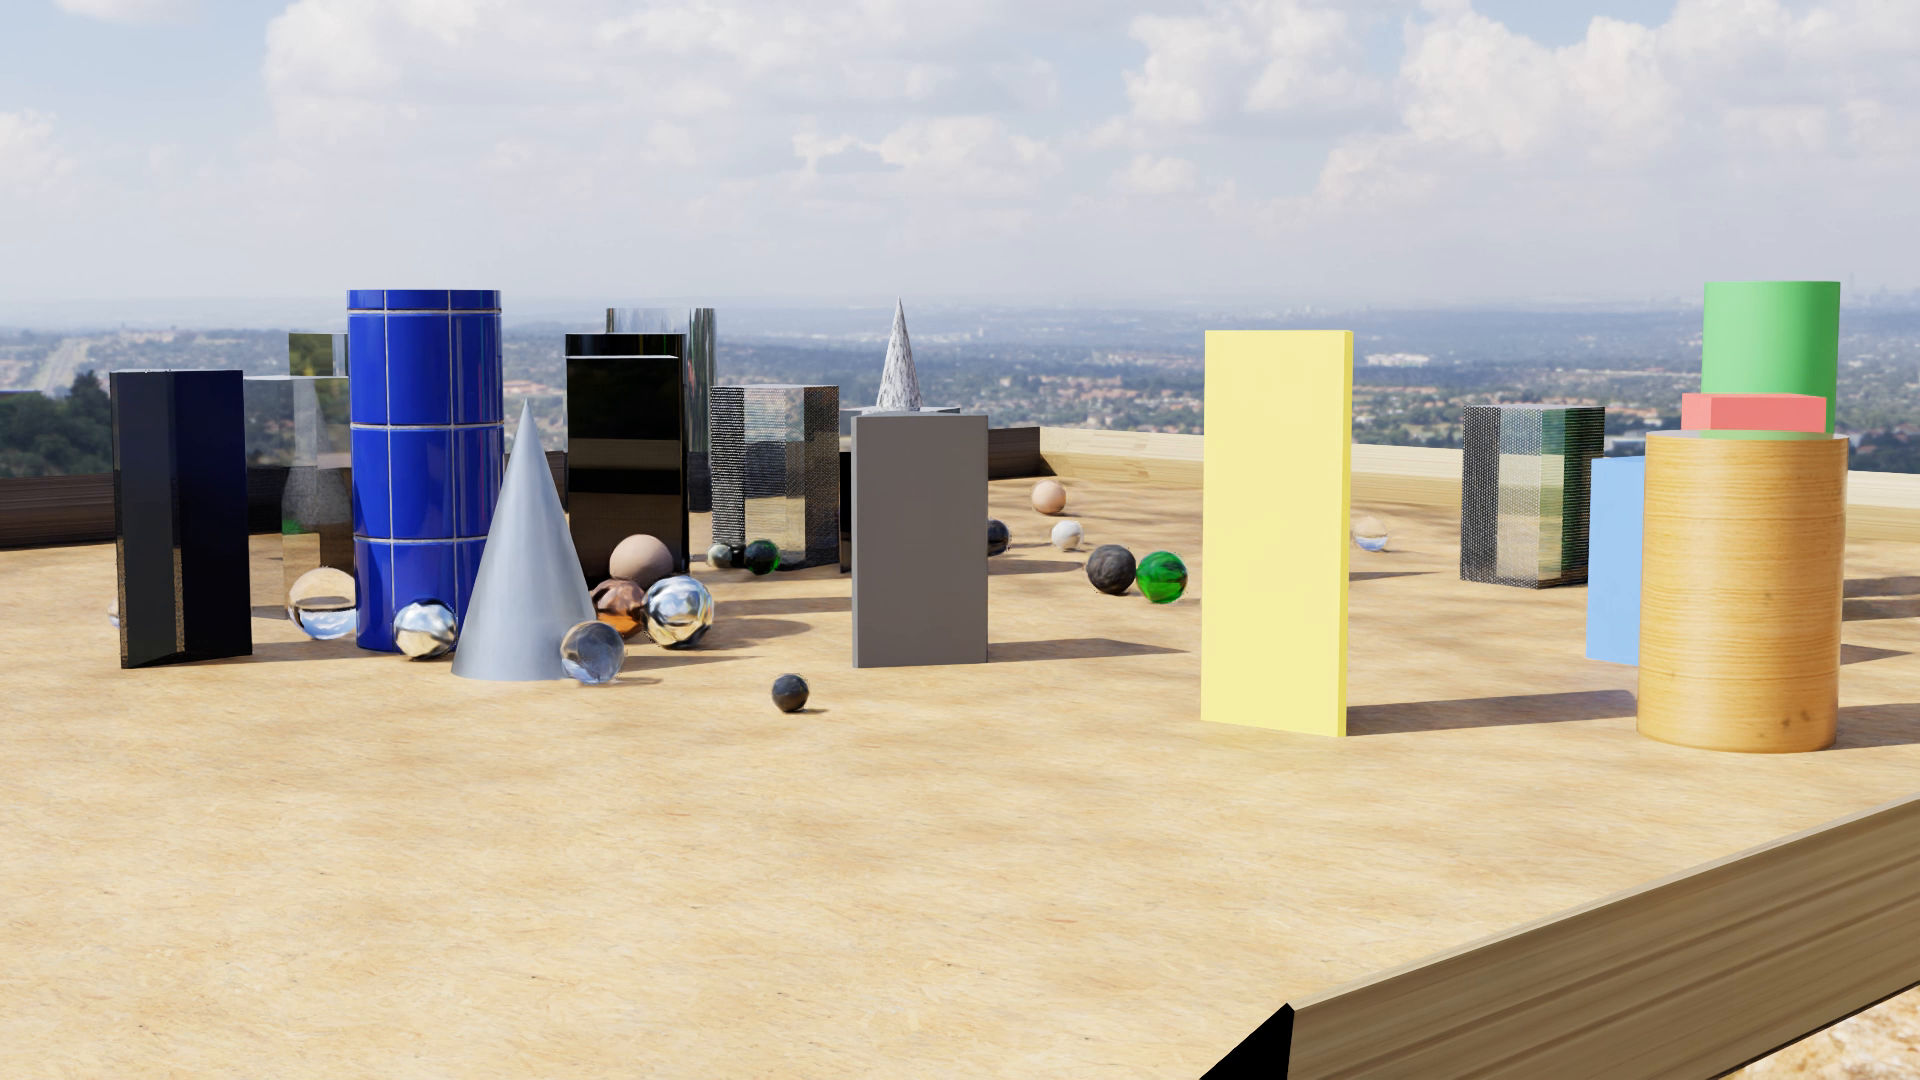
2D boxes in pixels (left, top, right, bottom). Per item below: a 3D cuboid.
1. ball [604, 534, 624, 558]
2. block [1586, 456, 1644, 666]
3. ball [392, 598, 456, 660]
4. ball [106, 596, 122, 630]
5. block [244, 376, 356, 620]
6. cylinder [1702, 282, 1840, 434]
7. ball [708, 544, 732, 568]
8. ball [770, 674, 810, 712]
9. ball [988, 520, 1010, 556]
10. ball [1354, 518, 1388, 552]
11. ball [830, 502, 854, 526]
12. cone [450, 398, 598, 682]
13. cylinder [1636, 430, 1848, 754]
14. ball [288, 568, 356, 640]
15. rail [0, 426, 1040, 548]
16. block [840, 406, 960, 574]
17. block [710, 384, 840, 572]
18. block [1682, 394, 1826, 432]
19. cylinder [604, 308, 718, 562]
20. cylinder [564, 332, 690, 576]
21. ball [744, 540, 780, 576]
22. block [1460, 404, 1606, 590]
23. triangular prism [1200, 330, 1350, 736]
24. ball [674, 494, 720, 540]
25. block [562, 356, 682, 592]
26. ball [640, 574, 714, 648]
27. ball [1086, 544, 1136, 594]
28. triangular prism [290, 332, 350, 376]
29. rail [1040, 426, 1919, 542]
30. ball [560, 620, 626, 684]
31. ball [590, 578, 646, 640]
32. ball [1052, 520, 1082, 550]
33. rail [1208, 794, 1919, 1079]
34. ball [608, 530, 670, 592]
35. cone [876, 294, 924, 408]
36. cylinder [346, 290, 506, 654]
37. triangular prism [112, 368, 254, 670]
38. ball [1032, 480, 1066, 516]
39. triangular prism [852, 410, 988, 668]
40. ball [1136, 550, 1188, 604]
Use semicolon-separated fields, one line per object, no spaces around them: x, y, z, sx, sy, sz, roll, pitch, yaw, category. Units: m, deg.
-0.601;0.015;3.878;0.055;0.055;0.055;0;6;0;ball
0.918;0.026;2.803;0.160;0.257;0.160;-4;7;-36;block
-0.686;0.114;2.817;0.080;0.080;0.080;0;6;0;ball
-1.168;0.102;3.076;0.048;0.048;0.048;0;6;0;ball
-1.008;-0.068;3.269;0.160;0.347;0.160;3;7;28;block
1.270;-0.160;3.464;0.200;0.490;0.200;0;6;0;cylinder
-0.417;0.028;3.816;0.043;0.043;0.043;0;6;0;ball
-0.189;0.171;2.448;0.043;0.043;0.043;0;6;0;ball
0.058;-0.004;4.006;0.067;0.067;0.067;0;6;0;ball
0.764;-0.010;4.088;0.063;0.063;0.063;0;6;0;ball
-0.245;-0.054;4.574;0.050;0.050;0.050;0;6;0;ball
-0.535;-0.009;2.733;0.200;0.340;0.200;0;6;0;cone
0.817;0.048;2.301;0.200;0.317;0.200;0;6;0;cylinder
-0.861;0.086;2.986;0.099;0.099;0.099;0;6;0;ball
-1.219;-0.103;4.646;3.955;0.130;0.045;-5;8;-42;rail
-0.102;-0.086;3.770;0.160;0.278;0.160;2;6;19;block
-0.323;-0.113;3.863;0.160;0.314;0.160;4;7;32;block
1.154;-0.050;3.220;0.160;0.322;0.160;0;6;4;block
-0.536;-0.192;3.967;0.200;0.450;0.200;0;6;0;cylinder
-0.549;-0.137;3.634;0.200;0.408;0.200;0;6;0;cylinder
-0.336;0.030;3.719;0.060;0.060;0.060;0;6;0;ball
0.942;-0.076;3.622;0.160;0.289;0.160;-4;7;-37;block
0.377;-0.015;2.396;0.173;0.423;0.150;5;7;37;triangular prism
-0.513;-0.043;4.277;0.089;0.089;0.089;0;6;0;ball
-0.498;-0.080;3.234;0.160;0.378;0.160;-1;6;-12;block
-0.374;0.094;2.916;0.097;0.097;0.097;0;6;0;ball
0.239;0.045;3.473;0.079;0.079;0.079;0;6;0;ball
-1.106;-0.175;4.019;0.173;0.405;0.150;6;8;43;triangular prism
1.436;-0.103;4.650;0.045;0.130;3.643;-5;8;-42;rail
-0.440;0.134;2.632;0.077;0.077;0.077;0;6;0;ball
-0.462;0.094;2.976;0.086;0.086;0.086;0;6;0;ball
0.198;-0.008;4.096;0.057;0.057;0.057;0;6;0;ball
1.219;0.171;2.018;3.955;0.130;0.045;-5;8;-42;rail
-0.509;0.035;3.487;0.098;0.098;0.098;0;6;0;ball
-0.112;-0.219;4.091;0.200;0.477;0.200;0;6;0;cone
-0.710;-0.096;2.937;0.200;0.472;0.200;0;6;0;cylinder
-1.035;-0.034;2.838;0.150;0.370;0.173;6;8;45;triangular prism
0.194;-0.092;4.811;0.076;0.076;0.076;0;6;0;ball
-0.066;-0.006;2.829;0.173;0.314;0.150;-1;6;-14;triangular prism
0.308;0.057;3.355;0.081;0.081;0.081;0;6;0;ball
